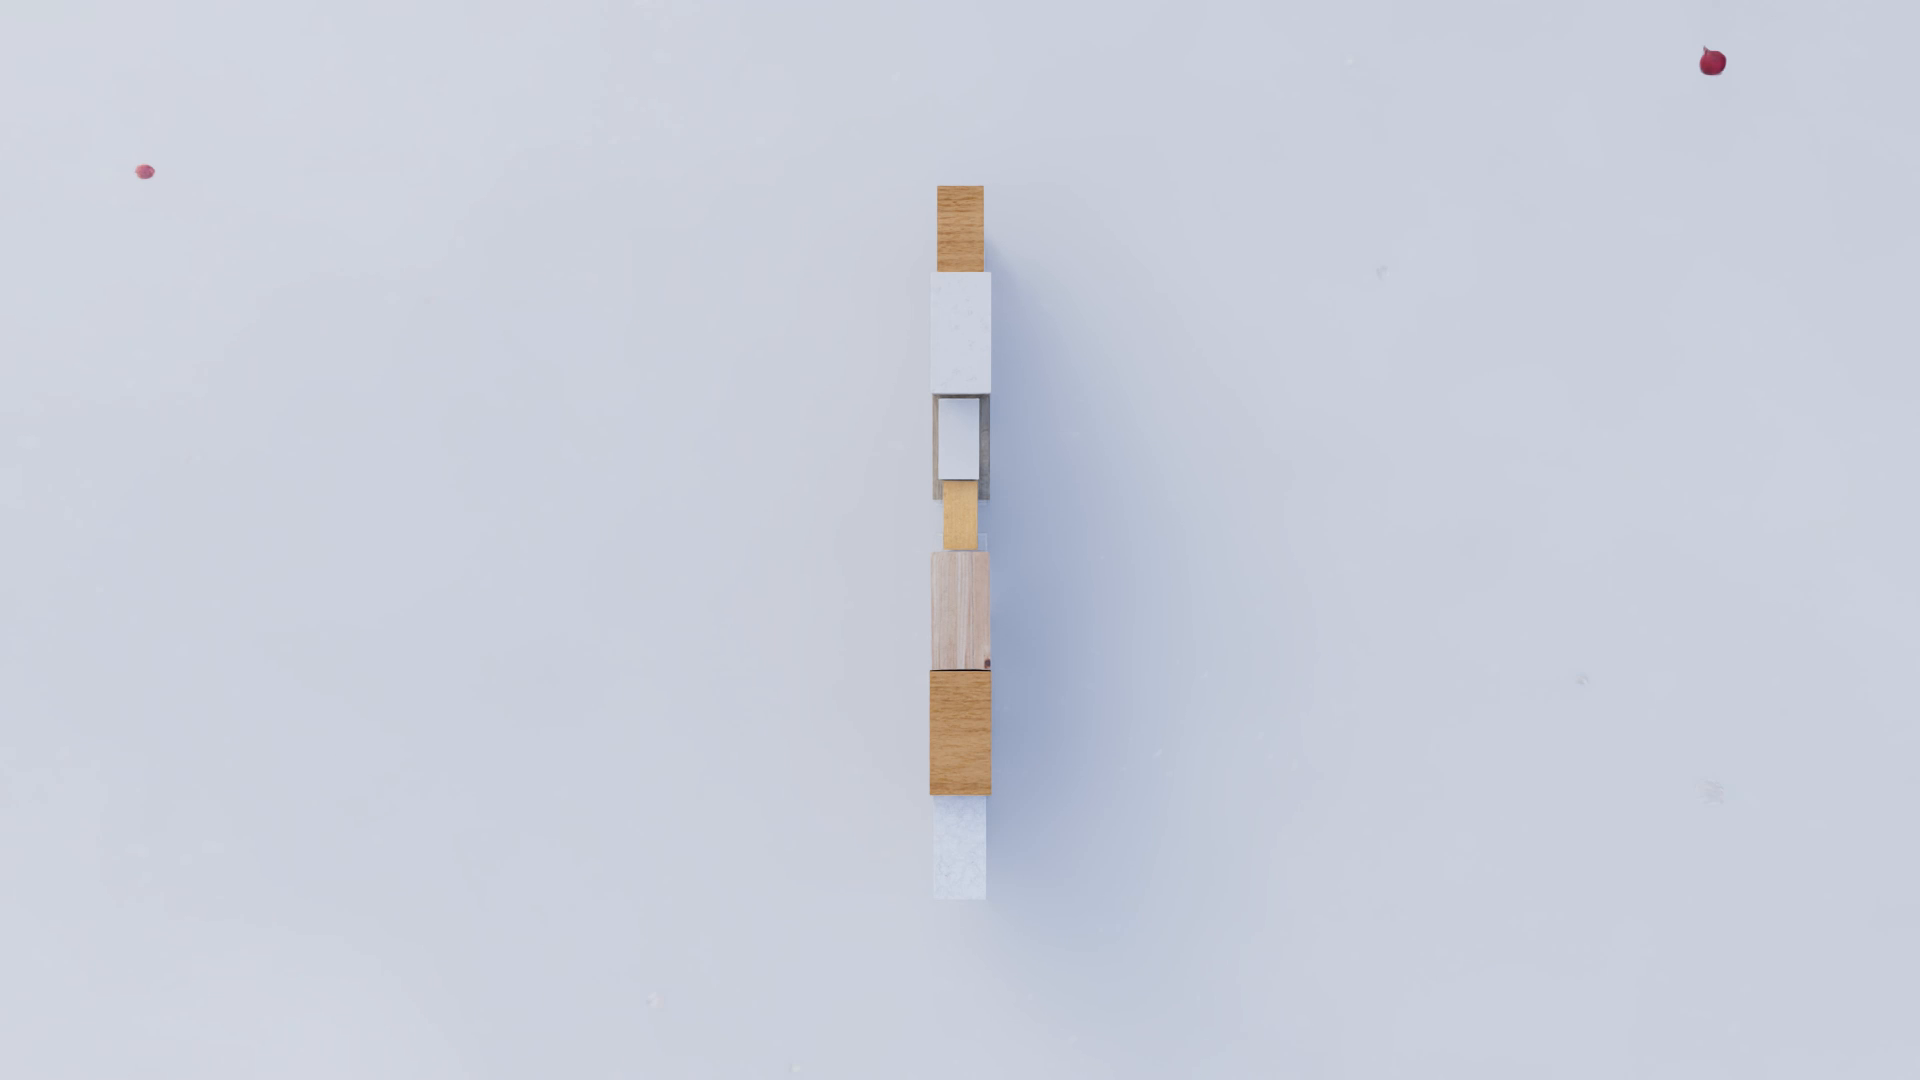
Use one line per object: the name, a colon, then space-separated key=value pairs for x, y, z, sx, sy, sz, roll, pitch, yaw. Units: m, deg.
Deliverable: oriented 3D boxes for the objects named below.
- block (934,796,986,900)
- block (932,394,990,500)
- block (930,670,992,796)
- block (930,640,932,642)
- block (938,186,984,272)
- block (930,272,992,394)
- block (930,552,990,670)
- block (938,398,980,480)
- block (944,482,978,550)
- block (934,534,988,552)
block: x=-0.001 y=0.890 z=4.806 sx=0.153 sy=0.043 sz=0.306 roll=0 pitch=90 yaw=0
block: x=0.004 y=-0.303 z=5.118 sx=0.178 sy=0.050 sz=0.356 roll=0 pitch=90 yaw=0
block: x=0.001 y=0.554 z=4.752 sx=0.178 sy=0.050 sz=0.356 roll=0 pitch=90 yaw=0
block: x=0.001 y=0.316 z=4.957 sx=0.169 sy=0.338 sz=0.048 roll=-1 pitch=90 yaw=0
block: x=0.001 y=-0.906 z=4.875 sx=0.138 sy=0.039 sz=0.275 roll=0 pitch=90 yaw=0
block: x=0.003 y=-0.592 z=4.725 sx=0.172 sy=0.049 sz=0.344 roll=0 pitch=90 yaw=0
block: x=0.002 y=0.203 z=4.764 sx=0.169 sy=0.048 sz=0.338 roll=-1 pitch=90 yaw=0
block: x=-0.003 y=-0.296 z=4.841 sx=0.118 sy=0.033 sz=0.236 roll=0 pitch=90 yaw=0
block: x=0.001 y=-0.072 z=4.877 sx=0.101 sy=0.029 sz=0.202 roll=0 pitch=90 yaw=0
block: x=0.003 y=0.144 z=5.149 sx=0.164 sy=0.046 sz=0.328 roll=0 pitch=90 yaw=0
